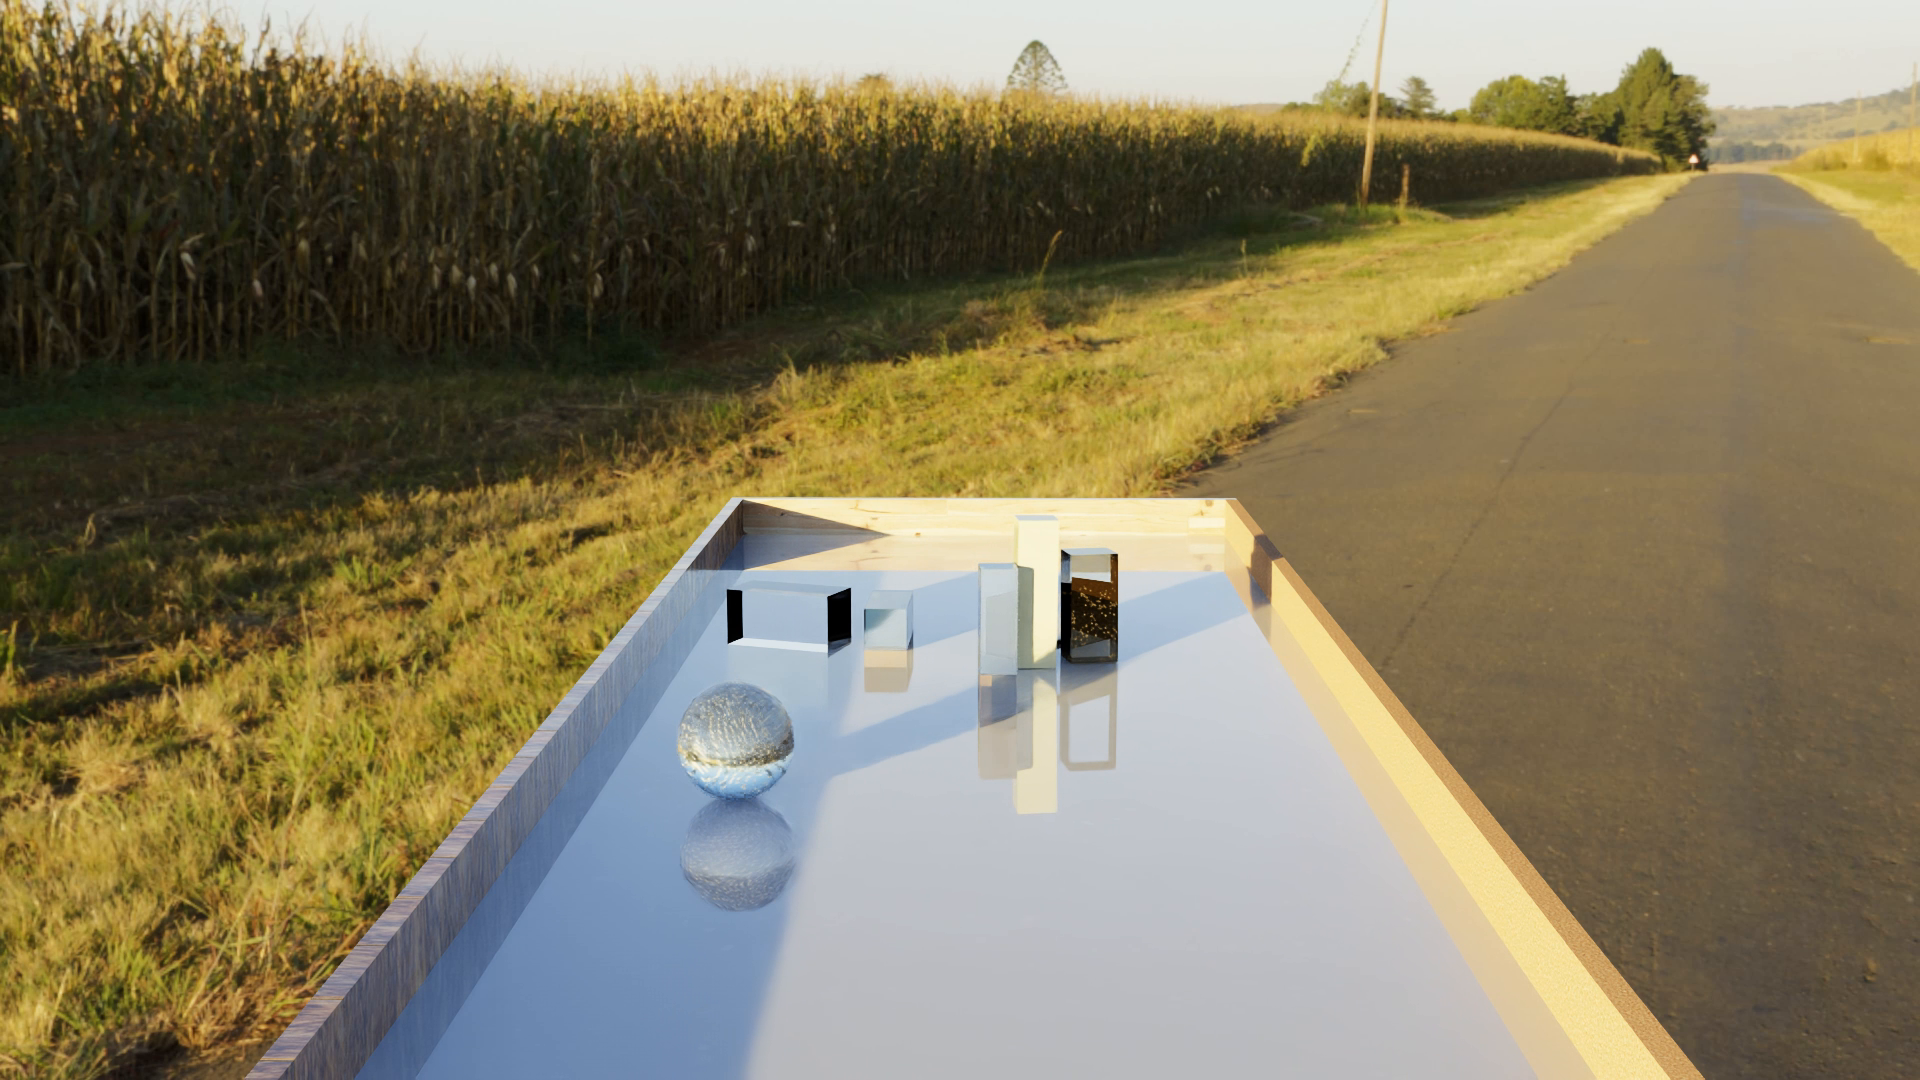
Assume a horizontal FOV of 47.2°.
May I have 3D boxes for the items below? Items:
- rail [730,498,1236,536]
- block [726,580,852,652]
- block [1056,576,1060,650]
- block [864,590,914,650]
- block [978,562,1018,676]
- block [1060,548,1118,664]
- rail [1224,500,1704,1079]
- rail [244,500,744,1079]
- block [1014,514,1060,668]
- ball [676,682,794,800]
[{"bbox_3d":[0.099,-0.098,9.147,2.100,0.150,0.050,0,9,1],"label":"rail"},{"bbox_3d":[-0.539,0.239,6.939,0.349,0.176,0.176,4,10,22],"label":"block"},{"bbox_3d":[0.278,0.235,6.955,0.179,0.179,0.424,7,12,39],"label":"block"},{"bbox_3d":[-0.225,0.254,6.986,0.132,0.132,0.326,0,9,2],"label":"block"},{"bbox_3d":[0.112,0.233,6.523,0.109,0.317,0.109,0,9,-4],"label":"block"},{"bbox_3d":[0.393,0.198,6.694,0.145,0.330,0.145,-2,8,-10],"label":"block"},{"bbox_3d":[1.046,0.843,3.208,0.050,0.150,12.000,0,9,1],"label":"rail"},{"bbox_3d":[-1.004,0.839,3.234,0.050,0.150,12.000,0,9,1],"label":"rail"},{"bbox_3d":[0.225,0.154,6.604,0.121,0.446,0.121,0,9,-6],"label":"block"},{"bbox_3d":[-0.526,0.471,5.158,0.276,0.276,0.276,0,9,0],"label":"ball"}]
